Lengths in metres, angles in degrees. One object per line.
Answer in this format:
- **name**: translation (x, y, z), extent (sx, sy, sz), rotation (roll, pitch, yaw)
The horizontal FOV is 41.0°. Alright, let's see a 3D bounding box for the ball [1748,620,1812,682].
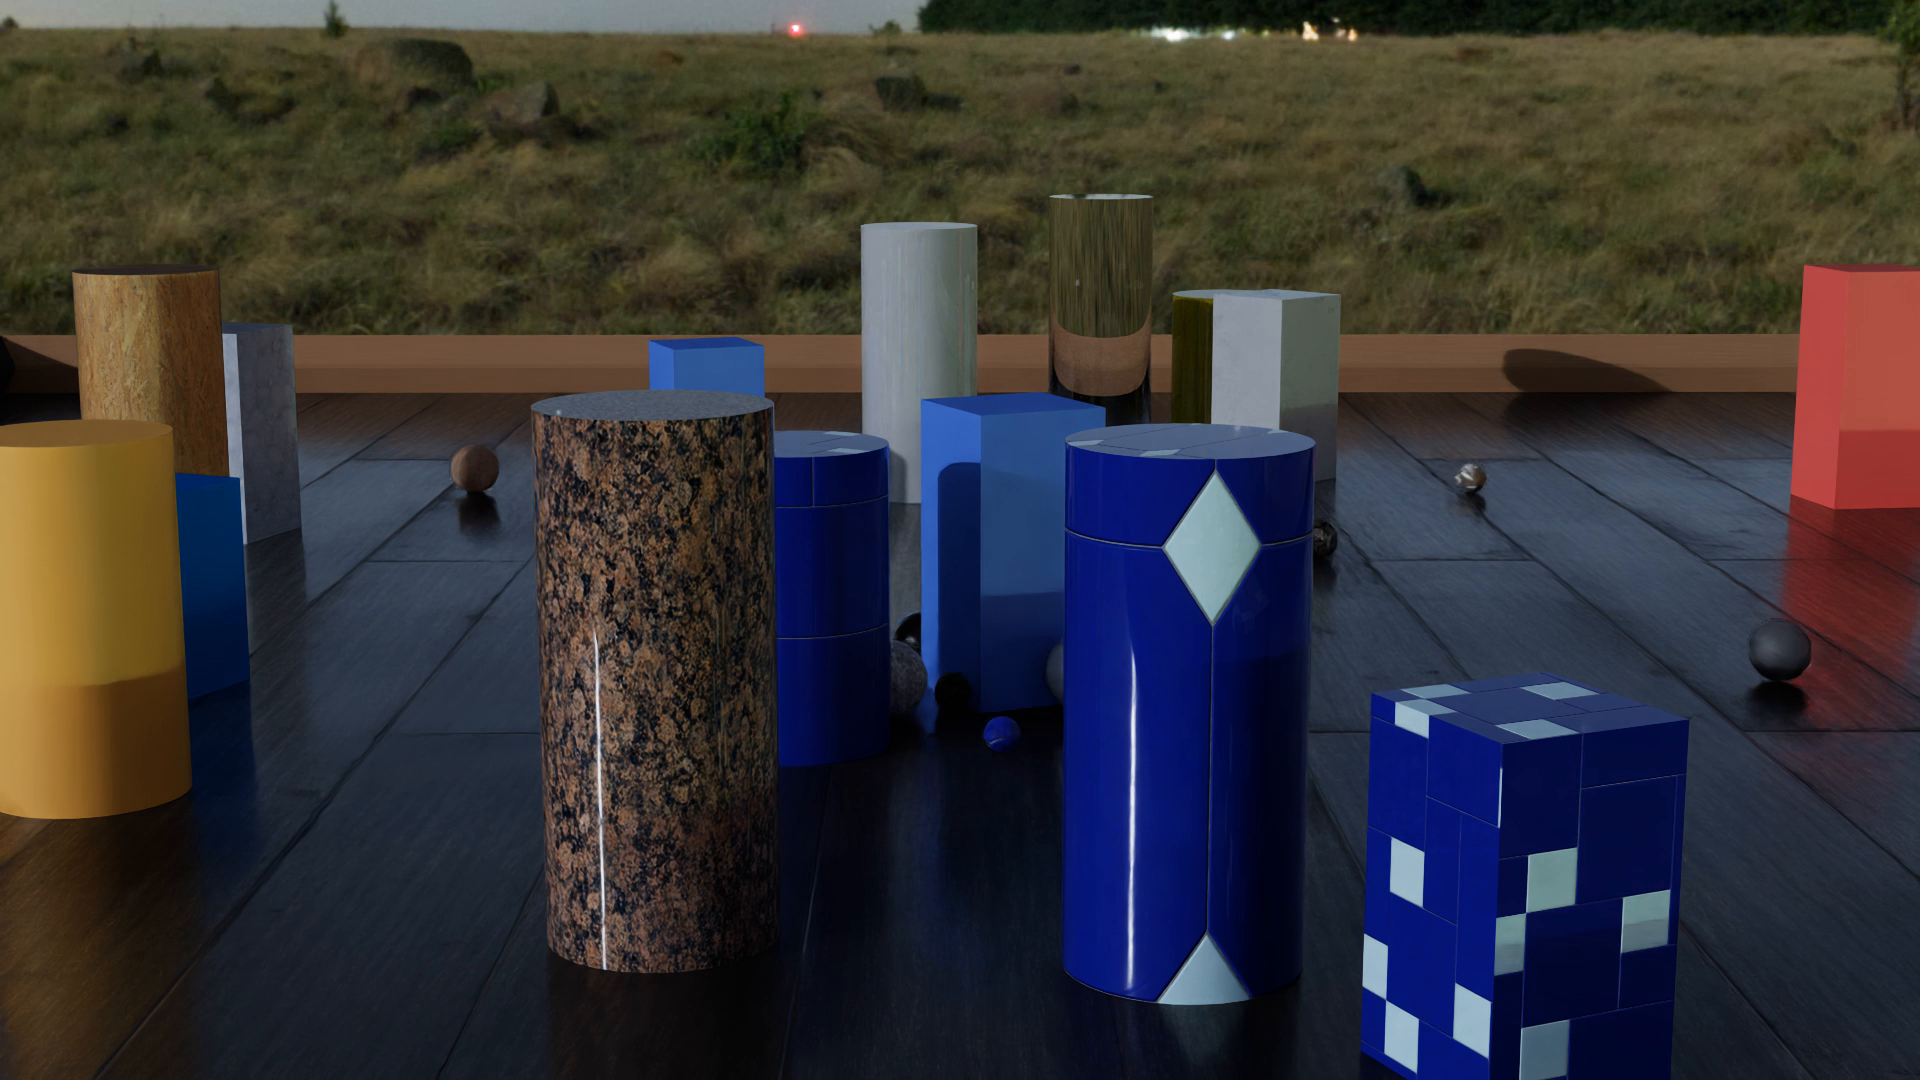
- **ball**: translation (0.981, 0.133, 3.070), extent (0.073, 0.073, 0.073), rotation (0, 10, 0)

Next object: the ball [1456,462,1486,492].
- **ball**: translation (0.881, -0.107, 4.426), extent (0.052, 0.052, 0.052), rotation (0, 10, 0)

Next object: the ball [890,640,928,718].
- **ball**: translation (-0.081, 0.157, 2.897), extent (0.089, 0.089, 0.089), rotation (0, 10, 0)

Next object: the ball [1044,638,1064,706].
- **ball**: translation (0.143, 0.151, 2.916), extent (0.093, 0.093, 0.093), rotation (0, 10, 0)

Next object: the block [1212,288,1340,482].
- **block**: translation (0.560, -0.273, 4.560), extent (0.158, 0.328, 0.158), rotation (-9, 14, -41)

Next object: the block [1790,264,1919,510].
- **block**: translation (1.520, -0.261, 4.315), extent (0.158, 0.393, 0.158), rotation (-2, 11, -8)

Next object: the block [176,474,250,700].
- **block**: translation (-0.957, 0.054, 3.021), extent (0.158, 0.245, 0.158), rotation (4, 11, 22)

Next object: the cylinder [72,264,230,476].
- **cylinder**: translation (-1.145, -0.163, 3.649), extent (0.198, 0.443, 0.198), rotation (0, 10, 0)

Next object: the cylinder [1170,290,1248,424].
- **cylinder**: translation (0.496, -0.308, 4.811), extent (0.198, 0.306, 0.198), rotation (0, 10, 0)

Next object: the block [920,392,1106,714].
- **block**: translation (0.060, 0.010, 2.992), extent (0.158, 0.342, 0.158), rotation (-5, 12, -25)

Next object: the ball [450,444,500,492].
- **ball**: translation (-0.837, -0.124, 4.425), extent (0.084, 0.084, 0.084), rotation (0, 10, 0)

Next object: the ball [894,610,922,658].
- **ball**: translation (-0.041, 0.124, 3.098), extent (0.080, 0.080, 0.080), rotation (0, 10, 0)

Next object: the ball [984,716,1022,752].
- **ball**: translation (0.045, 0.208, 2.751), extent (0.040, 0.040, 0.040), rotation (0, 10, 0)

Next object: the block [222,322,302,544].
- **block**: translation (-1.151, -0.171, 4.021), extent (0.158, 0.324, 0.158), rotation (3, 11, 16)

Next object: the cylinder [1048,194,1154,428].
- **cylinder**: translation (0.268, -0.415, 4.909), extent (0.198, 0.481, 0.198), rotation (0, 10, 0)

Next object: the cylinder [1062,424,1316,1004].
- **cylinder**: translation (0.182, 0.134, 2.072), extent (0.198, 0.433, 0.198), rotation (0, 10, 0)

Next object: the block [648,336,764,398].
- **block**: translation (-0.434, -0.209, 4.406), extent (0.158, 0.259, 0.158), rotation (-4, 11, -21)

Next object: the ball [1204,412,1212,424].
- **ball**: translation (0.506, -0.219, 4.982), extent (0.068, 0.068, 0.068), rotation (0, 10, 0)

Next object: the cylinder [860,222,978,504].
- **cylinder**: translation (-0.069, -0.306, 4.376), extent (0.198, 0.459, 0.198), rotation (0, 10, 0)

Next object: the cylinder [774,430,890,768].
- **cylinder**: translation (-0.175, 0.059, 2.764), extent (0.198, 0.329, 0.198), rotation (0, 10, 0)

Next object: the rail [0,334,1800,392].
- **rail**: translation (-0.013, -0.393, 5.749), extent (4.277, 0.129, 0.045), rotation (0, 10, 0)

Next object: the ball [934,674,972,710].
- **ball**: translation (-0.008, 0.174, 2.932), extent (0.043, 0.043, 0.043), rotation (0, 10, 0)

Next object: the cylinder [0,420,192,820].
- **cylinder**: translation (-0.883, 0.074, 2.575), extent (0.198, 0.367, 0.198), rotation (0, 10, 0)

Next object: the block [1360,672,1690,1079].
- **block**: translation (0.405, 0.254, 1.858), extent (0.158, 0.275, 0.158), rotation (-5, 12, -24)

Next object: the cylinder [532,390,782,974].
- **cylinder**: translation (-0.251, 0.111, 2.141), extent (0.198, 0.453, 0.198), rotation (0, 10, 0)

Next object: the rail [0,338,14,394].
- **rail**: translation (-2.115, 0.035, 3.437), extent (0.045, 0.129, 4.727), rotation (0, 10, 0)

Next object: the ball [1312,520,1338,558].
- **ball**: translation (0.536, -0.001, 3.833), extent (0.057, 0.057, 0.057), rotation (0, 10, 0)
